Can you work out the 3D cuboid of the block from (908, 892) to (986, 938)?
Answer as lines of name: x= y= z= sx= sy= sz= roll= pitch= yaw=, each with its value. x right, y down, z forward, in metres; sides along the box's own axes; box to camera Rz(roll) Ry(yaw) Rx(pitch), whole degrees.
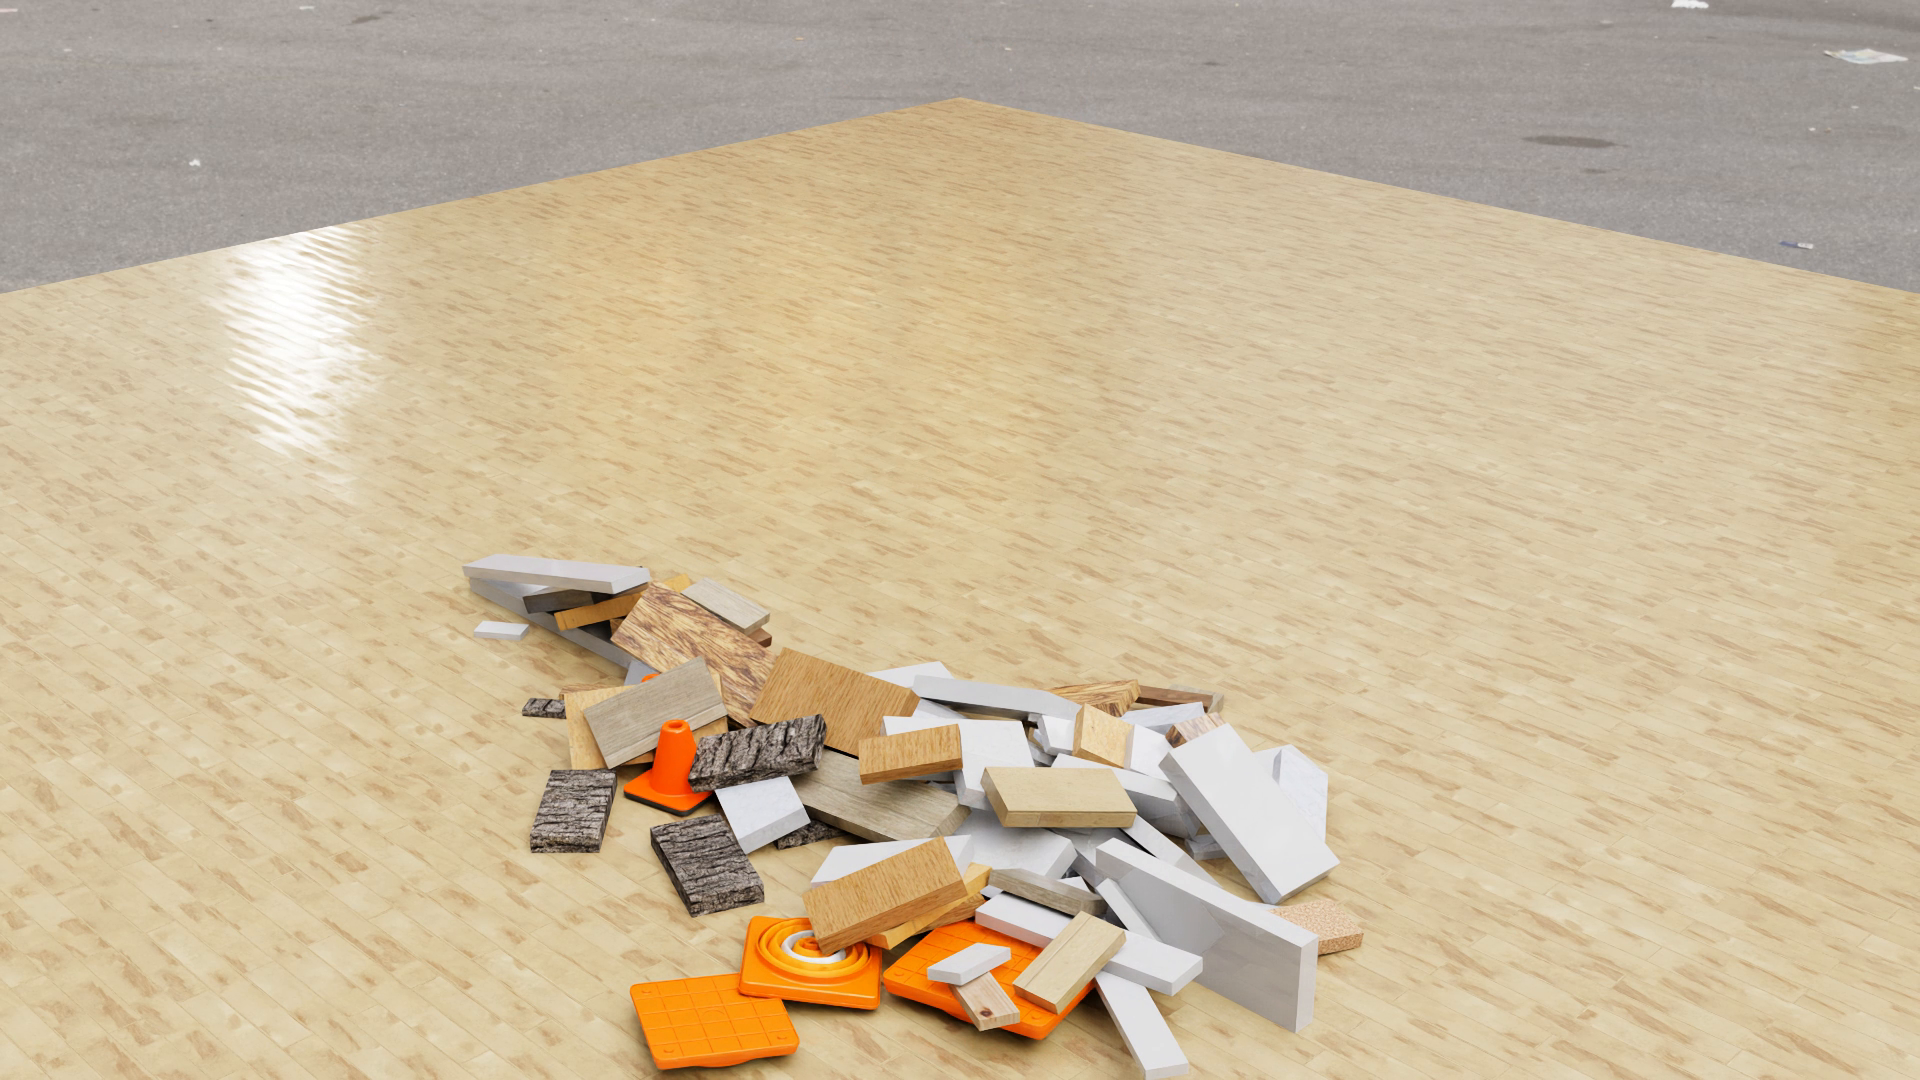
block: x=-0.059 y=0.677 z=4.011 sx=0.198 sy=0.028 sz=0.099 roll=-16 pitch=17 yaw=-10

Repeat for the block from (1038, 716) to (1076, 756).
block: x=0.240 y=0.407 z=4.456 sx=0.164 sy=0.023 sz=0.082 roll=13 pitch=40 yaw=-26

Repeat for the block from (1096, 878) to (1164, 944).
block: x=0.319 y=0.689 z=3.908 sx=0.193 sy=0.027 sz=0.096 roll=51 pitch=2 yaw=19

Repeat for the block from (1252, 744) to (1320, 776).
block: x=0.592 y=0.490 z=4.567 sx=0.289 sy=0.031 sz=0.111 roll=-10 pitch=25 yaw=-22

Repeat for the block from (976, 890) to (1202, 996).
block: x=0.222 y=0.702 z=3.862 sx=0.419 sy=0.027 sz=0.096 roll=14 pitch=26 yaw=36

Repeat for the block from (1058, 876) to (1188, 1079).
block: x=0.261 y=0.747 z=3.810 sx=0.072 sy=0.021 sz=0.622 roll=-7 pitch=21 yaw=-12

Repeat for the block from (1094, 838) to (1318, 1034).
block: x=0.428 y=0.696 z=3.899 sx=0.460 sy=0.174 sz=0.049 roll=21 pitch=31 yaw=40

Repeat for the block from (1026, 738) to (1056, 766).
block: x=0.146 y=0.430 z=4.548 sx=0.065 sy=0.018 sz=0.232 roll=23 pitch=0 yaw=-22

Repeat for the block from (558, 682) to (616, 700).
block: x=-0.834 y=0.343 z=4.931 sx=0.116 sy=0.016 sz=0.058 roll=3 pitch=23 yaw=7

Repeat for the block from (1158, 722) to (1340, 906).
block: x=0.555 y=0.526 z=4.226 sx=0.174 sy=0.049 sz=0.348 roll=-20 pitch=63 yaw=-39

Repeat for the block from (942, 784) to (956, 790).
block: x=-0.006 y=0.531 z=4.344 sx=0.193 sy=0.027 sz=0.096 roll=-4 pitch=61 yaw=29

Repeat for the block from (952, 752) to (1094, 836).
block: x=0.123 y=0.488 z=4.248 sx=0.269 sy=0.038 sz=0.135 roll=15 pitch=23 yaw=-15

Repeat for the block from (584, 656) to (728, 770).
block: x=-0.630 y=0.358 z=4.562 sx=0.268 sy=0.134 sz=0.038 roll=-25 pitch=-6 yaw=-3

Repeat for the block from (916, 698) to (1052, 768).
block: x=0.038 y=0.419 z=4.607 sx=0.395 sy=0.047 sz=0.166 roll=23 pitch=0 yaw=43

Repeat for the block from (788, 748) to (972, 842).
block: x=-0.203 y=0.508 z=4.348 sx=0.511 sy=0.039 sz=0.138 roll=13 pitch=49 yaw=45

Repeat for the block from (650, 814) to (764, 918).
block: x=-0.489 y=0.624 z=4.238 sx=0.143 sy=0.040 sz=0.285 roll=-9 pitch=25 yaw=-21

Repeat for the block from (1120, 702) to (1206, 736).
block: x=0.374 y=0.396 z=4.646 sx=0.260 sy=0.037 sz=0.130 roll=-10 pitch=10 yaw=28

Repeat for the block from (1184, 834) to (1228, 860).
block: x=0.516 y=0.600 z=4.324 sx=0.136 sy=0.018 sz=0.062 roll=-5 pitch=23 yaw=-11

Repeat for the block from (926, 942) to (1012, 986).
block: x=0.016 y=0.733 z=3.804 sx=0.072 sy=0.021 sz=0.145 roll=1 pitch=10 yaw=37

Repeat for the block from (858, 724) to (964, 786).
block: x=-0.095 y=0.413 z=4.244 sx=0.197 sy=0.028 sz=0.099 roll=-10 pitch=37 yaw=4

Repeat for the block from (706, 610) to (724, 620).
block: x=-0.599 y=0.259 z=4.786 sx=0.064 sy=0.235 sz=0.018 roll=23 pitch=-16 yaw=13

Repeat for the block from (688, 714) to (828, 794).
block: x=-0.409 y=0.432 z=4.452 sx=0.268 sy=0.038 sz=0.134 roll=-12 pitch=32 yaw=14

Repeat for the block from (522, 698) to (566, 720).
block: x=-0.778 y=0.380 z=4.845 sx=0.369 sy=0.016 sz=0.058 roll=3 pitch=23 yaw=8

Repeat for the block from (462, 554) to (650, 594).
block: x=-0.961 y=0.077 z=5.176 sx=0.099 sy=0.028 sz=0.739 roll=-22 pitch=16 yaw=-36

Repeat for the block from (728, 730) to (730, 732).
block: x=-0.536 y=0.401 z=4.754 sx=0.064 sy=0.018 sz=0.129 roll=24 pitch=10 yaw=-31

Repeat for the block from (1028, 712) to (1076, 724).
block: x=0.205 y=0.381 z=4.587 sx=0.112 sy=0.016 sz=0.056 roll=7 pitch=-11 yaw=24

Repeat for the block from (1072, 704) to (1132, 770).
block: x=0.353 y=0.439 z=4.457 sx=0.260 sy=0.037 sz=0.130 roll=26 pitch=37 yaw=-12

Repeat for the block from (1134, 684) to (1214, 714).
block: x=0.462 y=0.348 z=4.831 sx=0.178 sy=0.016 sz=0.056 roll=7 pitch=24 yaw=16

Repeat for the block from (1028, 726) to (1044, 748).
block: x=0.239 y=0.431 z=4.556 sx=0.096 sy=0.027 sz=0.193 roll=1 pitch=15 yaw=-38

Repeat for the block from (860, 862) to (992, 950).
block: x=-0.066 y=0.657 z=3.983 sx=0.270 sy=0.028 sz=0.099 roll=-27 pitch=21 yaw=-38

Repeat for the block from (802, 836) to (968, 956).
block: x=-0.136 y=0.633 z=3.926 sx=0.276 sy=0.039 sz=0.138 roll=-22 pitch=31 yaw=-5

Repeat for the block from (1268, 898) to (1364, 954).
block: x=0.610 y=0.713 z=4.001 sx=0.222 sy=0.031 sz=0.111 roll=-5 pitch=28 yaw=-26

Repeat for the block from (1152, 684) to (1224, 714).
block: x=0.477 y=0.389 z=4.800 sx=0.121 sy=0.034 sz=0.242 roll=11 pitch=25 yaw=24

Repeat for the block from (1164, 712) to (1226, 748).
block: x=0.545 y=0.470 z=4.419 sx=0.135 sy=0.038 sz=0.269 roll=-11 pitch=52 yaw=-42

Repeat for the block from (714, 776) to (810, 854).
block: x=-0.409 y=0.509 z=4.409 sx=0.143 sy=0.040 sz=0.285 roll=-26 pitch=31 yaw=-8

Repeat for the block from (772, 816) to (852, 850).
block: x=-0.262 y=0.566 z=4.398 sx=0.246 sy=0.023 sz=0.082 roll=-10 pitch=25 yaw=-22

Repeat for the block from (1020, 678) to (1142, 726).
block: x=0.260 y=0.354 z=4.793 sx=0.242 sy=0.034 sz=0.121 roll=-8 pitch=17 yaw=28
